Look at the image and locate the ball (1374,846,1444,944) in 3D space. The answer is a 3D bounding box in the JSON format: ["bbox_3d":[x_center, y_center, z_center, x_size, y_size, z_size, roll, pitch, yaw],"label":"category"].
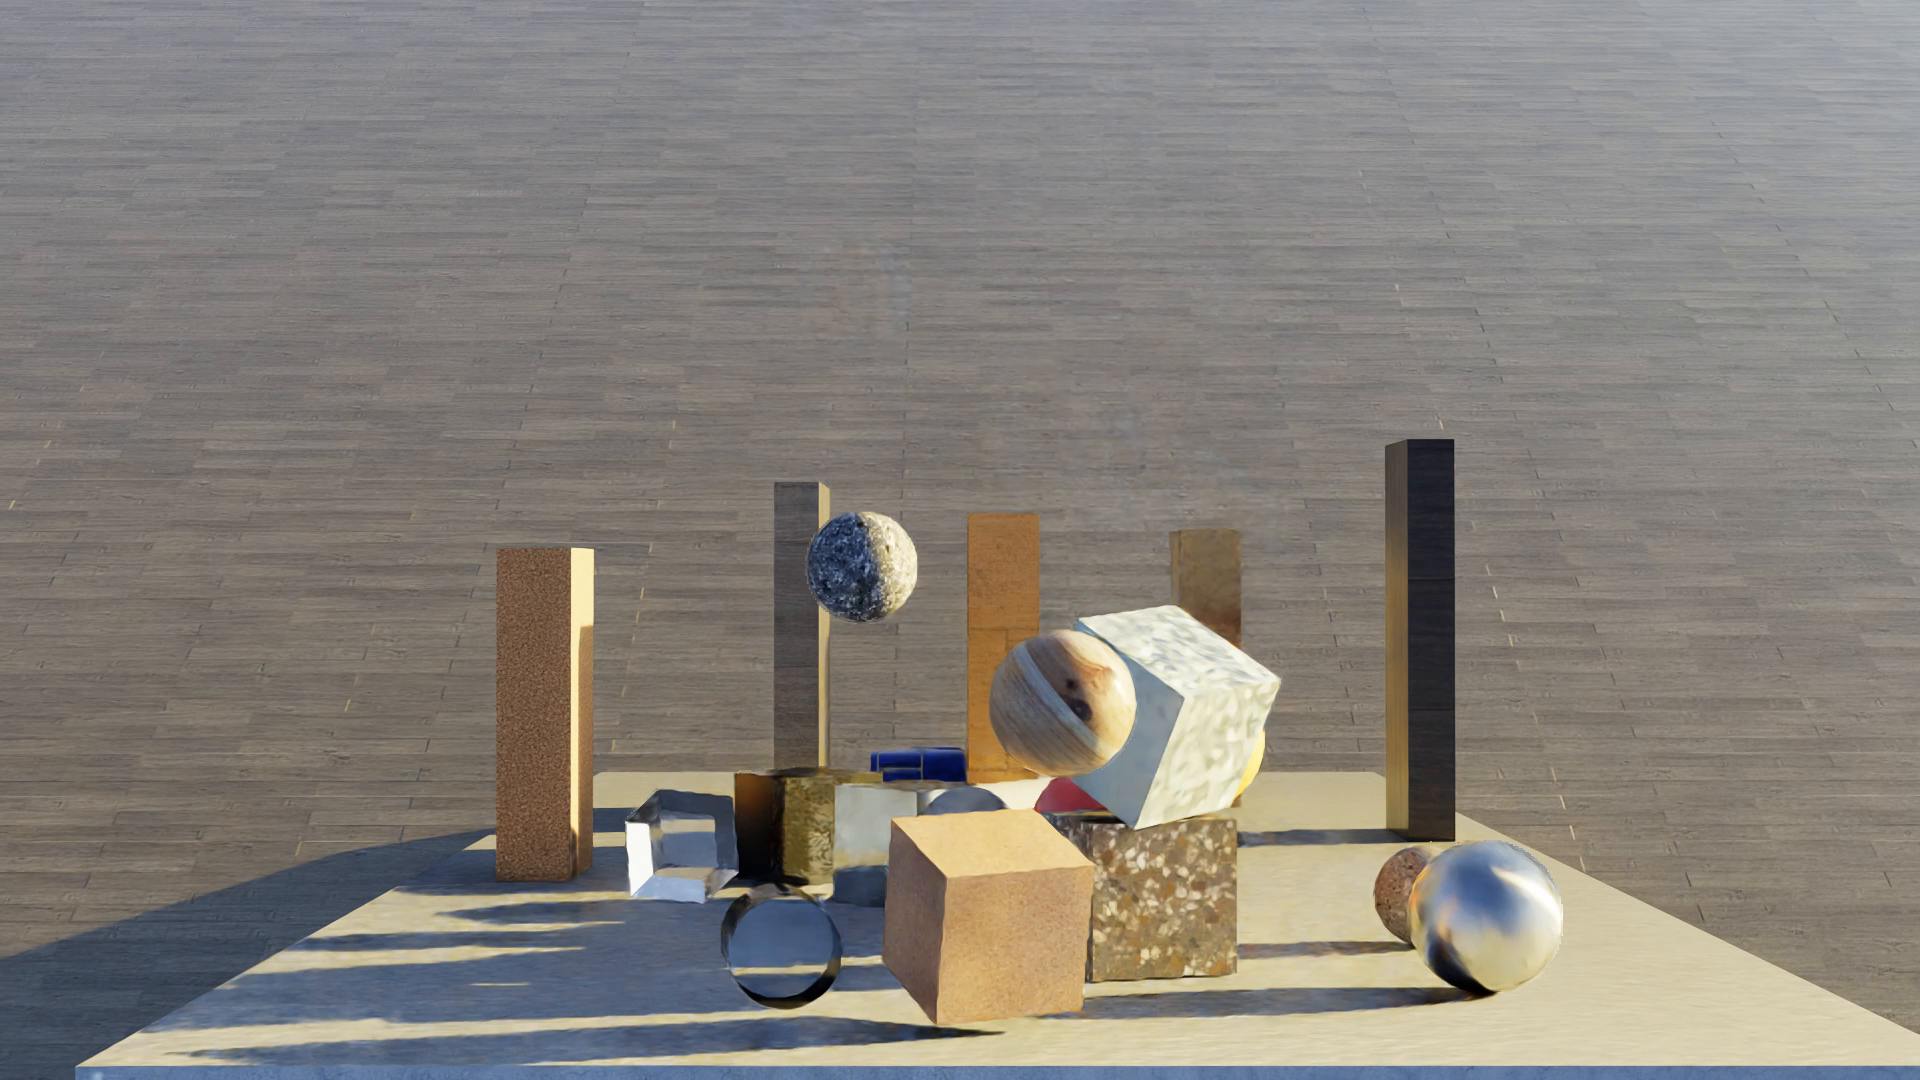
[{"bbox_3d":[0.644,0.493,3.594,0.139,0.139,0.139,0,32,0],"label":"ball"}]

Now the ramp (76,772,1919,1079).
[{"bbox_3d":[0.071,0.626,4.718,2.000,0.100,4.000,0,-1,0],"label":"ramp"}]

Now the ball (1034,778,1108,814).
[{"bbox_3d":[0.192,0.408,3.643,0.187,0.187,0.187,0,32,0],"label":"ball"}]

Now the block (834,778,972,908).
[{"bbox_3d":[-0.069,0.477,4.072,0.183,0.183,0.183,-1,-1,44],"label":"block"}]

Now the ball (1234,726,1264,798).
[{"bbox_3d":[0.322,0.276,3.569,0.194,0.194,0.194,0,32,0],"label":"ball"}]

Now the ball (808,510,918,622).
[{"bbox_3d":[-0.105,0.028,2.786,0.119,0.119,0.119,0,32,0],"label":"ball"}]

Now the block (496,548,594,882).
[{"bbox_3d":[-0.714,0.294,4.469,0.125,0.559,0.260,0,-1,0],"label":"block"}]

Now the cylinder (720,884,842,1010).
[{"bbox_3d":[-0.218,0.490,3.137,0.134,0.134,0.134,-6,0,-10],"label":"cylinder"}]

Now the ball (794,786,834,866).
[{"bbox_3d":[-0.222,0.505,4.580,0.139,0.139,0.139,0,32,0],"label":"ball"}]

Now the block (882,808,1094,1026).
[{"bbox_3d":[0.029,0.425,2.948,0.176,0.176,0.176,-2,16,-22],"label":"block"}]

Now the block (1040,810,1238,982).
[{"bbox_3d":[0.232,0.460,3.392,0.198,0.198,0.198,0,-1,-17],"label":"block"}]

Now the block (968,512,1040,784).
[{"bbox_3d":[0.078,0.265,4.774,0.126,0.623,0.361,0,-1,0],"label":"block"}]

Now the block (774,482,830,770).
[{"bbox_3d":[-0.332,0.235,5.475,0.091,0.701,0.441,0,-1,0],"label":"block"}]

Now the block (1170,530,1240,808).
[{"bbox_3d":[0.551,0.285,5.836,0.131,0.610,0.295,0,-1,0],"label":"block"}]

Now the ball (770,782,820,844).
[{"bbox_3d":[-0.303,0.520,4.931,0.118,0.118,0.118,0,32,0],"label":"ball"}]

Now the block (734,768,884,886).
[{"bbox_3d":[-0.256,0.484,4.399,0.178,0.178,0.178,-1,-1,41],"label":"block"}]

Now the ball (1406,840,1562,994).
[{"bbox_3d":[0.645,0.464,3.190,0.187,0.187,0.187,0,32,0],"label":"ball"}]

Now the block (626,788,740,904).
[{"bbox_3d":[-0.400,0.441,3.730,0.117,0.117,0.117,10,55,-29],"label":"block"}]

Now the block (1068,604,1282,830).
[{"bbox_3d":[0.251,0.224,3.335,0.195,0.195,0.195,-6,33,-46],"label":"block"}]

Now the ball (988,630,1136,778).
[{"bbox_3d":[0.111,0.177,2.809,0.160,0.160,0.160,0,32,0],"label":"ball"}]

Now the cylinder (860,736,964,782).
[{"bbox_3d":[-0.077,0.488,4.950,0.179,0.179,0.179,-21,34,-2],"label":"cylinder"}]

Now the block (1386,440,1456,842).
[{"bbox_3d":[0.906,0.194,5.113,0.091,0.774,0.261,0,-1,0],"label":"block"}]

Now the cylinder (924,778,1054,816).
[{"bbox_3d":[0.077,0.461,3.834,0.207,0.207,0.207,26,14,35],"label":"cylinder"}]
